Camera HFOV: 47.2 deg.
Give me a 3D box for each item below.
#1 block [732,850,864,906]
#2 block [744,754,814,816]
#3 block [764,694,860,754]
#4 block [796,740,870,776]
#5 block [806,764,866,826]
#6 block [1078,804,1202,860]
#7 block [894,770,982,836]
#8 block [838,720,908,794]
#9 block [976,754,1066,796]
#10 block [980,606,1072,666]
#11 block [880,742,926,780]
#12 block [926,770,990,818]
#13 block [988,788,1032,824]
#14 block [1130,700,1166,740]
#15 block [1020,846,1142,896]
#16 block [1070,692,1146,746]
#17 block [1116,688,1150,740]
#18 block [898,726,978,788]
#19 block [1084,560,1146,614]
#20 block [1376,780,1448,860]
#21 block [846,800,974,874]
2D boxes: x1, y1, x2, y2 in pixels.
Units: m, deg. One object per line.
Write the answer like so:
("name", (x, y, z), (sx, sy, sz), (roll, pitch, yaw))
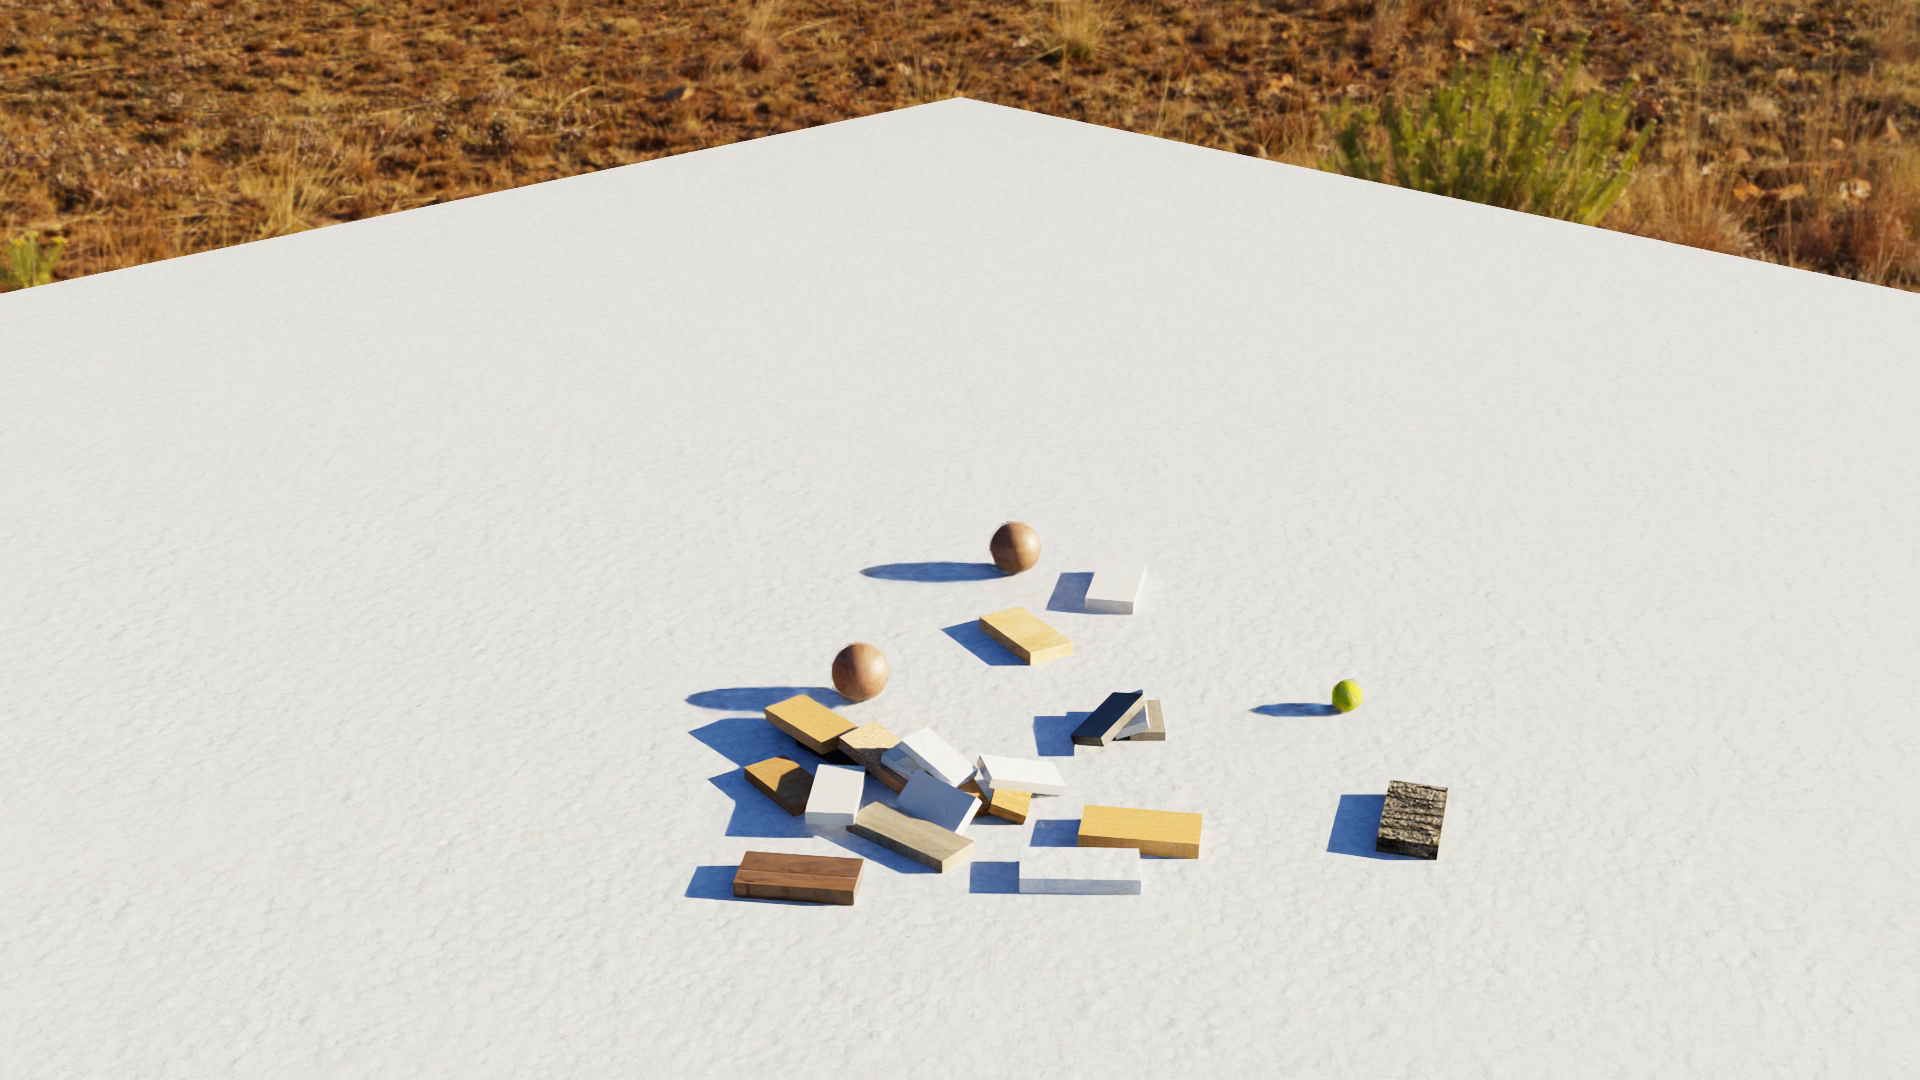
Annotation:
("block", (-0.307, 0.645, 4.199), (0.231, 0.033, 0.116), (3, 23, 7))
("block", (-0.353, 0.505, 4.535), (0.097, 0.028, 0.194), (-16, 28, -33))
("block", (-0.317, 0.395, 4.719), (0.103, 0.029, 0.205), (-18, 29, -36))
("block", (-0.242, 0.442, 4.682), (0.103, 0.029, 0.205), (-21, 31, -40))
("block", (-0.250, 0.514, 4.443), (0.097, 0.028, 0.194), (2, 23, 4))
("block", (0.358, 0.577, 4.357), (0.237, 0.034, 0.118), (4, 23, 8))
("block", (-0.045, 0.529, 4.420), (0.169, 0.024, 0.085), (20, 71, 39))
("block", (-0.147, 0.458, 4.587), (0.205, 0.029, 0.103), (33, 38, 32))
("block", (0.126, 0.483, 4.517), (0.169, 0.024, 0.085), (9, 26, -24))
("block", (0.154, 0.225, 5.189), (0.116, 0.033, 0.231), (-13, 26, -28))
("block", (-0.080, 0.473, 4.532), (0.153, 0.022, 0.076), (32, 38, 23))
("block", (-0.002, 0.506, 4.477), (0.076, 0.022, 0.153), (-7, 40, -29))
("block", (0.105, 0.521, 4.476), (0.076, 0.021, 0.151), (20, 24, -1))
("block", (0.405, 0.394, 4.805), (0.076, 0.021, 0.151), (0, 23, 0))
("block", (0.229, 0.635, 4.223), (0.231, 0.033, 0.116), (1, 23, 2))
("block", (0.321, 0.386, 4.747), (0.085, 0.024, 0.171), (0, 30, 42))
("block", (0.369, 0.378, 4.783), (0.076, 0.021, 0.151), (-18, 22, 9))
("block", (-0.044, 0.447, 4.506), (0.153, 0.022, 0.076), (37, 40, 28))
("block", (0.387, 0.116, 5.445), (0.118, 0.034, 0.237), (5, 23, 11))
("block", (0.906, 0.558, 4.402), (0.118, 0.034, 0.237), (6, 24, 15))
("block", (-0.099, 0.585, 4.347), (0.254, 0.028, 0.097), (18, 29, 36))
